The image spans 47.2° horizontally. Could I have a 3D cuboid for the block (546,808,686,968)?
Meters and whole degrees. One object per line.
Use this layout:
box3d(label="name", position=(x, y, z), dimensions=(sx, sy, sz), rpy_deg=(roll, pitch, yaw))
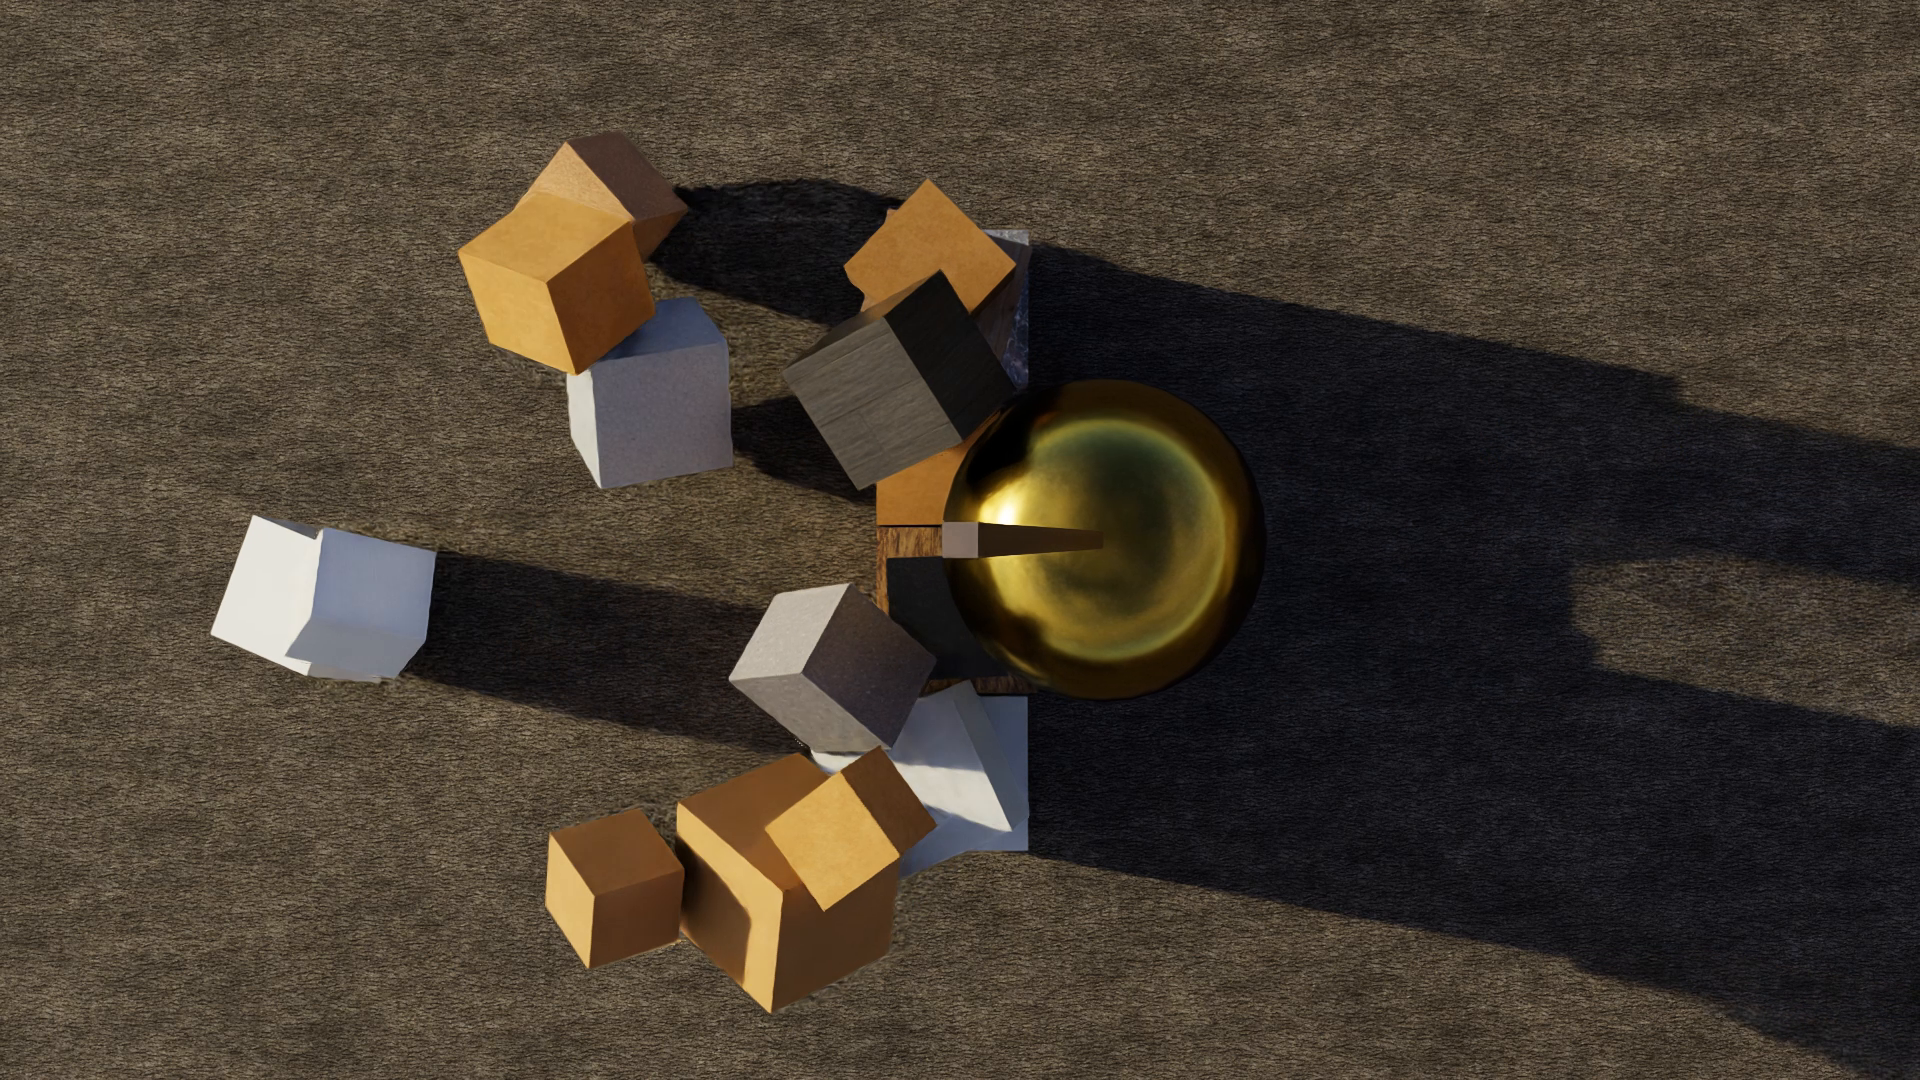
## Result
box3d(label="block", position=(-1.719, 1.727, 10.939), dimensions=(0.486, 0.504, 0.475), rpy_deg=(-13, 128, -32))

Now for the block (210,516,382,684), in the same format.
box3d(label="block", position=(-3.665, 0.345, 12.548), dimensions=(0.689, 0.710, 0.711), rpy_deg=(20, 90, 20))

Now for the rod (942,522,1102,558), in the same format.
box3d(label="rod", position=(0.306, 0.000, 7.458), dimensions=(0.080, 5.200, 0.080), rpy_deg=(0, 90, 7))

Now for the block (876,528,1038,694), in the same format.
box3d(label="block", position=(-0.014, 0.391, 12.612), dimensions=(0.896, 0.776, 0.922), rpy_deg=(0, 90, 0))

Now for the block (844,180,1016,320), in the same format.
box3d(label="block", position=(-0.145, -1.335, 10.974), dimensions=(0.602, 0.583, 0.591), rpy_deg=(44, 90, 0))

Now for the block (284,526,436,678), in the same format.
box3d(label="block", position=(-3.216, 0.343, 11.783), dimensions=(0.607, 0.558, 0.523), rpy_deg=(14, 58, -26))

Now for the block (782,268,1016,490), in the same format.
box3d(label="block", position=(-0.290, -0.761, 10.496), dimensions=(0.709, 0.561, 0.684), rpy_deg=(-23, 105, 39))

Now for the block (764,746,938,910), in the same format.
box3d(label="block", position=(-0.509, 1.352, 10.360), dimensions=(0.492, 0.494, 0.475), rpy_deg=(-38, 85, 21))

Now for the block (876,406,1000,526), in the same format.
box3d(label="block", position=(-0.120, -0.470, 12.605), dimensions=(0.691, 0.790, 0.771), rpy_deg=(0, 90, 0))

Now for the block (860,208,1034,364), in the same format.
box3d(label="block", position=(-0.096, -1.230, 11.682), dimensions=(0.769, 0.833, 0.769), rpy_deg=(15, 90, 0))

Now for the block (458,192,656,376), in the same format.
box3d(label="block", position=(-2.171, -1.393, 11.898), dimensions=(0.687, 0.610, 0.632), rpy_deg=(22, 50, 32))

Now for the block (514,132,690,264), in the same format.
box3d(label="block", position=(-2.051, -1.895, 12.595), dimensions=(0.612, 0.563, 0.555), rpy_deg=(48, 119, 5))

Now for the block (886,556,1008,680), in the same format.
box3d(label="block", position=(-0.065, 0.406, 11.892), dimensions=(0.619, 0.663, 0.643), rpy_deg=(-2, 90, 0))

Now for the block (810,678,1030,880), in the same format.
box3d(label="block", position=(-0.196, 1.281, 11.654), dimensions=(0.786, 0.793, 0.794), rpy_deg=(-25, 86, 8))

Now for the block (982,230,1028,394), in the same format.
box3d(label="block", position=(-0.007, -1.285, 12.549), dimensions=(0.765, 0.902, 0.844), rpy_deg=(0, 90, 0))

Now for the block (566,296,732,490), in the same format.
box3d(label="block", position=(-1.763, -0.841, 12.410), dimensions=(0.767, 0.670, 0.774), rpy_deg=(-11, 122, -20))

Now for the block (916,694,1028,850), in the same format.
box3d(label="block", position=(-0.013, 1.285, 12.543), dimensions=(0.772, 0.915, 0.846), rpy_deg=(0, 90, 0))

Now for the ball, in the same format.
box3d(label="ball", position=(0.705, 0.000, 10.834), dimensions=(1.600, 1.600, 1.600), rpy_deg=(0, 90, 0))

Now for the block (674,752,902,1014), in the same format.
box3d(label="block", position=(-0.883, 1.711, 11.094), dimensions=(0.838, 0.766, 0.765), rpy_deg=(33, 128, 37))

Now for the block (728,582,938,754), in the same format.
box3d(label="block", position=(-0.638, 0.652, 11.041), dimensions=(0.652, 0.631, 0.542), rpy_deg=(43, 59, -27))
